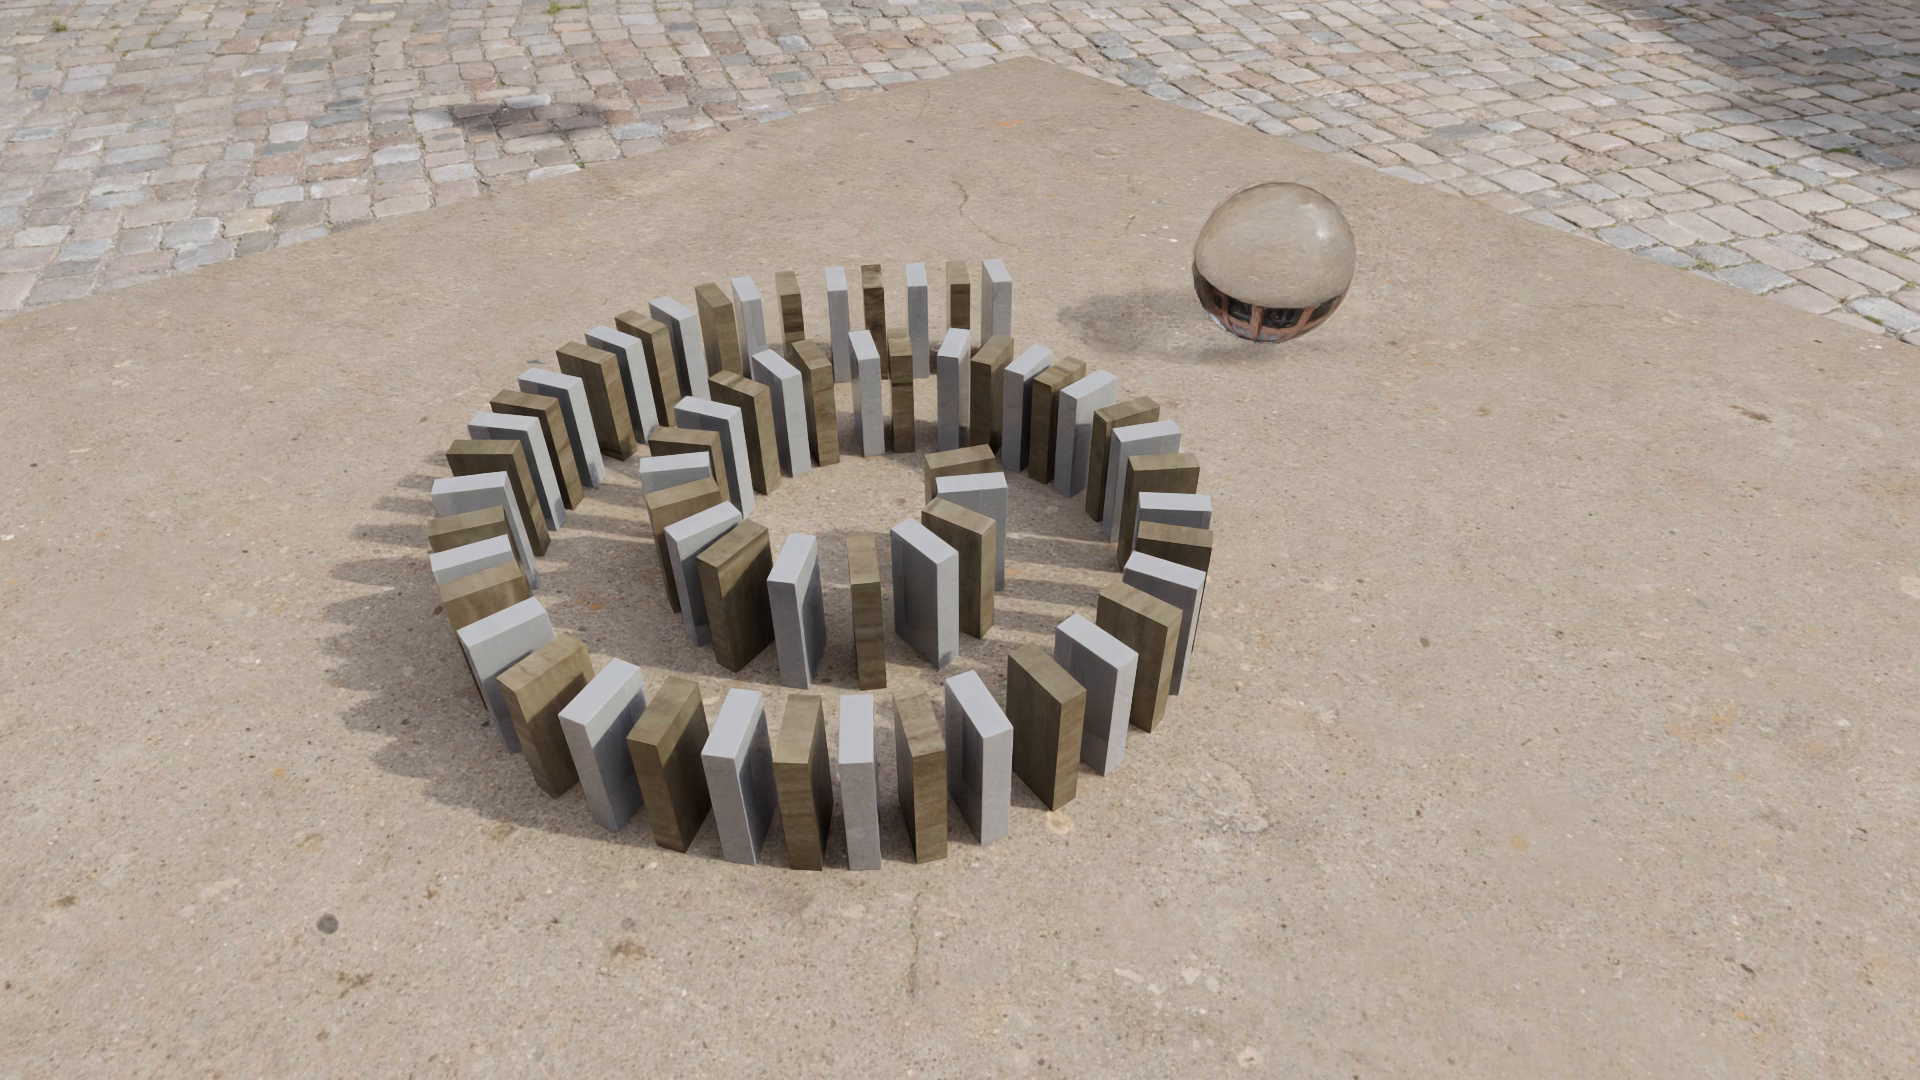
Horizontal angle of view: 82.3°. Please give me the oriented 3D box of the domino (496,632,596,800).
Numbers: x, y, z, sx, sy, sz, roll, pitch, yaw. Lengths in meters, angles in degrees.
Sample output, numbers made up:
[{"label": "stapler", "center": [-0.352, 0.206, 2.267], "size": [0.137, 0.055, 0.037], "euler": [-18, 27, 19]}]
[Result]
[{"label": "domino", "center": [-0.125, 0.055, 0.344], "size": [0.009, 0.050, 0.025], "euler": [26, 46, 28]}]

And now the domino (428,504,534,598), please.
[{"label": "domino", "center": [-0.171, 0.013, 0.396], "size": [0.025, 0.050, 0.009], "euler": [-13, 41, -16]}]

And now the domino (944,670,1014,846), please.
[{"label": "domino", "center": [0.005, 0.066, 0.331], "size": [0.010, 0.050, 0.025], "euler": [-17, 42, -20]}]

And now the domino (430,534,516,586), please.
[{"label": "domino", "center": [-0.163, 0.023, 0.383], "size": [0.025, 0.050, 0.009], "euler": [-18, 42, -20]}]

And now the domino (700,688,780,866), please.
[{"label": "domino", "center": [-0.064, 0.071, 0.325], "size": [0.010, 0.050, 0.025], "euler": [6, 40, 7]}]

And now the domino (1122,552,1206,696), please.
[{"label": "domino", "center": [0.067, 0.029, 0.376], "size": [0.025, 0.050, 0.009], "euler": [17, 42, 20]}]

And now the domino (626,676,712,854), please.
[{"label": "domino", "center": [-0.085, 0.068, 0.329], "size": [0.009, 0.050, 0.025], "euler": [11, 41, 13]}]

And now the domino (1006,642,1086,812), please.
[{"label": "domino", "center": [0.026, 0.058, 0.340], "size": [0.009, 0.050, 0.025], "euler": [-25, 45, -27]}]

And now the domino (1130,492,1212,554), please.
[{"label": "domino", "center": [0.076, 0.006, 0.405], "size": [0.025, 0.050, 0.009], "euler": [2, 39, 3]}]

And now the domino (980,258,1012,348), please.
[{"label": "domino", "center": [0.018, -0.111, 0.547], "size": [0.010, 0.050, 0.025], "euler": [-7, 40, -9]}]

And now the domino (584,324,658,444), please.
[{"label": "domino", "center": [-0.152, -0.070, 0.497], "size": [0.025, 0.050, 0.009], "euler": [22, 44, 24]}]

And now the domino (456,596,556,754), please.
[{"label": "domino", "center": [-0.142, 0.044, 0.357], "size": [0.025, 0.050, 0.009], "euler": [-28, 47, -29]}]

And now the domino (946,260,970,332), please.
[{"label": "domino", "center": [-0.001, -0.110, 0.545], "size": [0.010, 0.050, 0.025], "euler": [-4, 39, -4]}]

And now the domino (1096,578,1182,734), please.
[{"label": "domino", "center": [0.057, 0.039, 0.364], "size": [0.025, 0.050, 0.009], "euler": [26, 46, 28]}]

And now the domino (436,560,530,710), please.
[{"label": "domino", "center": [-0.155, 0.033, 0.372], "size": [0.025, 0.050, 0.010], "euler": [-21, 44, -24]}]

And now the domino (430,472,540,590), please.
[{"label": "domino", "center": [-0.177, -0.001, 0.413], "size": [0.025, 0.050, 0.010], "euler": [-8, 40, -9]}]

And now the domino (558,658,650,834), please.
[{"label": "domino", "center": [-0.105, 0.063, 0.335], "size": [0.009, 0.050, 0.025], "euler": [16, 42, 19]}]

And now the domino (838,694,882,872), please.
[{"label": "domino", "center": [-0.029, 0.072, 0.324], "size": [0.009, 0.050, 0.025], "euler": [-2, 39, -3]}]

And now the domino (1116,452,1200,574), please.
[{"label": "domino", "center": [0.076, -0.010, 0.423], "size": [0.025, 0.050, 0.009], "euler": [-4, 39, -4]}]

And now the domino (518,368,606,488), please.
[{"label": "domino", "center": [-0.169, -0.047, 0.469], "size": [0.025, 0.050, 0.010], "euler": [13, 41, 16]}]

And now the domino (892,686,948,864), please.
[{"label": "domino", "center": [-0.012, 0.070, 0.326], "size": [0.010, 0.050, 0.025], "euler": [-10, 40, -12]}]

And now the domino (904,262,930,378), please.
[{"label": "domino", "center": [-0.021, -0.108, 0.544], "size": [0.009, 0.050, 0.025], "euler": [-3, 39, -4]}]

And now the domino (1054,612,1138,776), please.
[{"label": "domino", "center": [0.042, 0.050, 0.351], "size": [0.010, 0.050, 0.025], "euler": [-31, 48, -32]}]

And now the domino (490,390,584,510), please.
[{"label": "domino", "center": [-0.175, -0.037, 0.457], "size": [0.025, 0.050, 0.009], "euler": [10, 40, 12]}]

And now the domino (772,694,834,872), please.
[{"label": "domino", "center": [-0.045, 0.072, 0.324], "size": [0.010, 0.050, 0.025], "euler": [2, 39, 2]}]

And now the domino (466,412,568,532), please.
[{"label": "domino", "center": [-0.178, -0.027, 0.445], "size": [0.025, 0.050, 0.009], "euler": [6, 40, 7]}]

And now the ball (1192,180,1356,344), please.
[{"label": "ball", "center": [0.159, -0.141, 0.560], "size": [0.080, 0.080, 0.080], "euler": [0, 39, 0]}]

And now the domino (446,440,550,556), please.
[{"label": "domino", "center": [-0.180, -0.016, 0.431], "size": [0.025, 0.050, 0.009], "euler": [0, 39, 0]}]

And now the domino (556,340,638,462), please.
[{"label": "domino", "center": [-0.160, -0.061, 0.486], "size": [0.025, 0.050, 0.010], "euler": [18, 43, 21]}]

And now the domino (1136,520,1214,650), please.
[{"label": "domino", "center": [0.073, 0.017, 0.390], "size": [0.025, 0.050, 0.009], "euler": [8, 40, 10]}]
